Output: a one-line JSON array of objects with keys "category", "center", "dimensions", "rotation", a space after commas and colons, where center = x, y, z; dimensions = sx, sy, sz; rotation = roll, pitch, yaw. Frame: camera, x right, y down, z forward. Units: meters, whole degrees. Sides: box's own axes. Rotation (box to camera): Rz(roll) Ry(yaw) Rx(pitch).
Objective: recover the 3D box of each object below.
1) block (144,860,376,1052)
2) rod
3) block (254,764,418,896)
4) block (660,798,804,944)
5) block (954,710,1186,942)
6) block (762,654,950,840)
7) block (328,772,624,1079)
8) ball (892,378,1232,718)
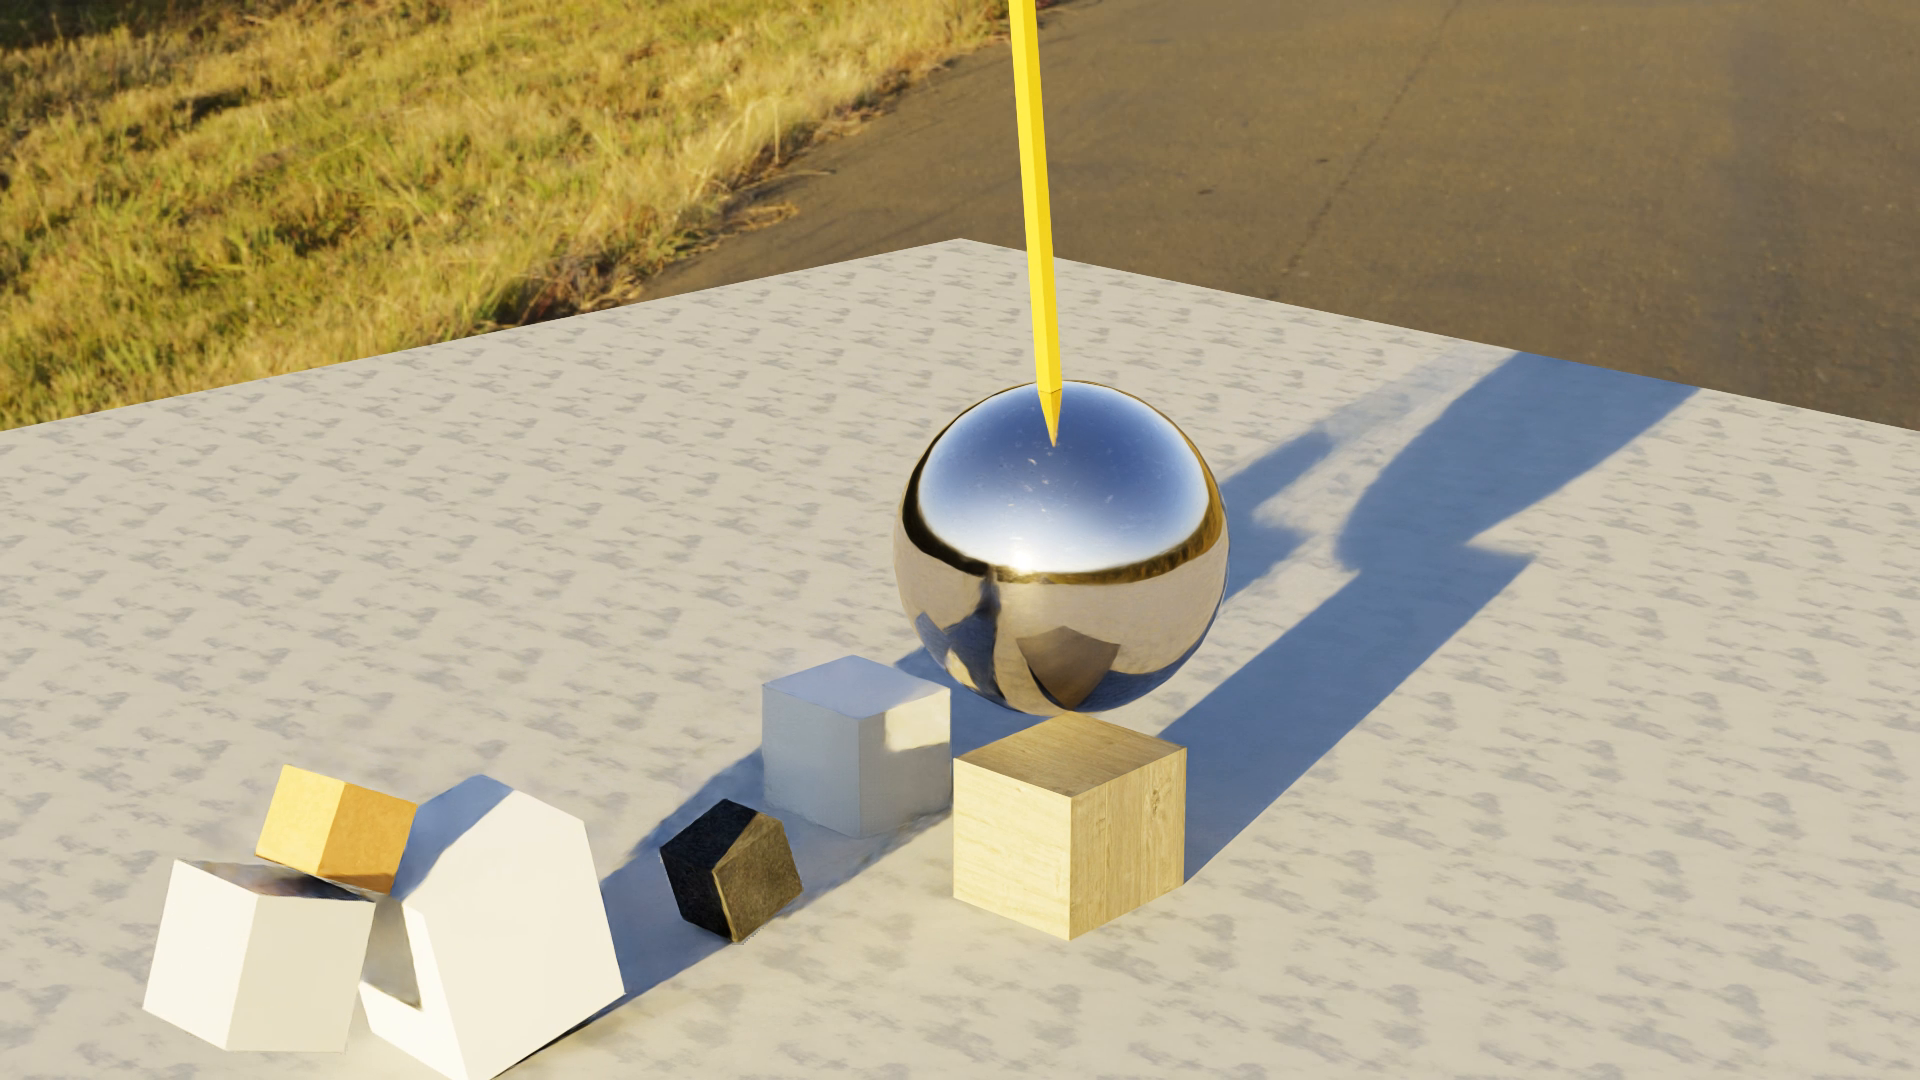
[{"category": "block", "center": [-2.643, 1.568, 11.064], "dimensions": [0.563, 0.577, 0.533], "rotation": [12, 0, 43]}, {"category": "rod", "center": [0.208, -3.101, 12.585], "dimensions": [0.080, 5.200, 0.080], "rotation": [17, 30, 42]}, {"category": "block", "center": [-2.388, 1.111, 11.234], "dimensions": [0.363, 0.363, 0.386], "rotation": [10, -11, 38]}, {"category": "block", "center": [-0.996, 1.440, 12.786], "dimensions": [0.370, 0.389, 0.401], "rotation": [16, 41, 42]}, {"category": "block", "center": [0.494, 1.270, 13.182], "dimensions": [0.681, 0.673, 0.803], "rotation": [15, 23, 40]}, {"category": "block", "center": [-0.500, 0.992, 14.173], "dimensions": [0.604, 0.608, 0.685], "rotation": [-17, 24, -42]}, {"category": "block", "center": [-1.945, 1.557, 11.769], "dimensions": [0.778, 0.829, 0.707], "rotation": [-30, 32, -36]}, {"category": "ball", "center": [0.480, 0.040, 13.858], "dimensions": [1.600, 1.600, 1.600], "rotation": [0, 17, 0]}]
